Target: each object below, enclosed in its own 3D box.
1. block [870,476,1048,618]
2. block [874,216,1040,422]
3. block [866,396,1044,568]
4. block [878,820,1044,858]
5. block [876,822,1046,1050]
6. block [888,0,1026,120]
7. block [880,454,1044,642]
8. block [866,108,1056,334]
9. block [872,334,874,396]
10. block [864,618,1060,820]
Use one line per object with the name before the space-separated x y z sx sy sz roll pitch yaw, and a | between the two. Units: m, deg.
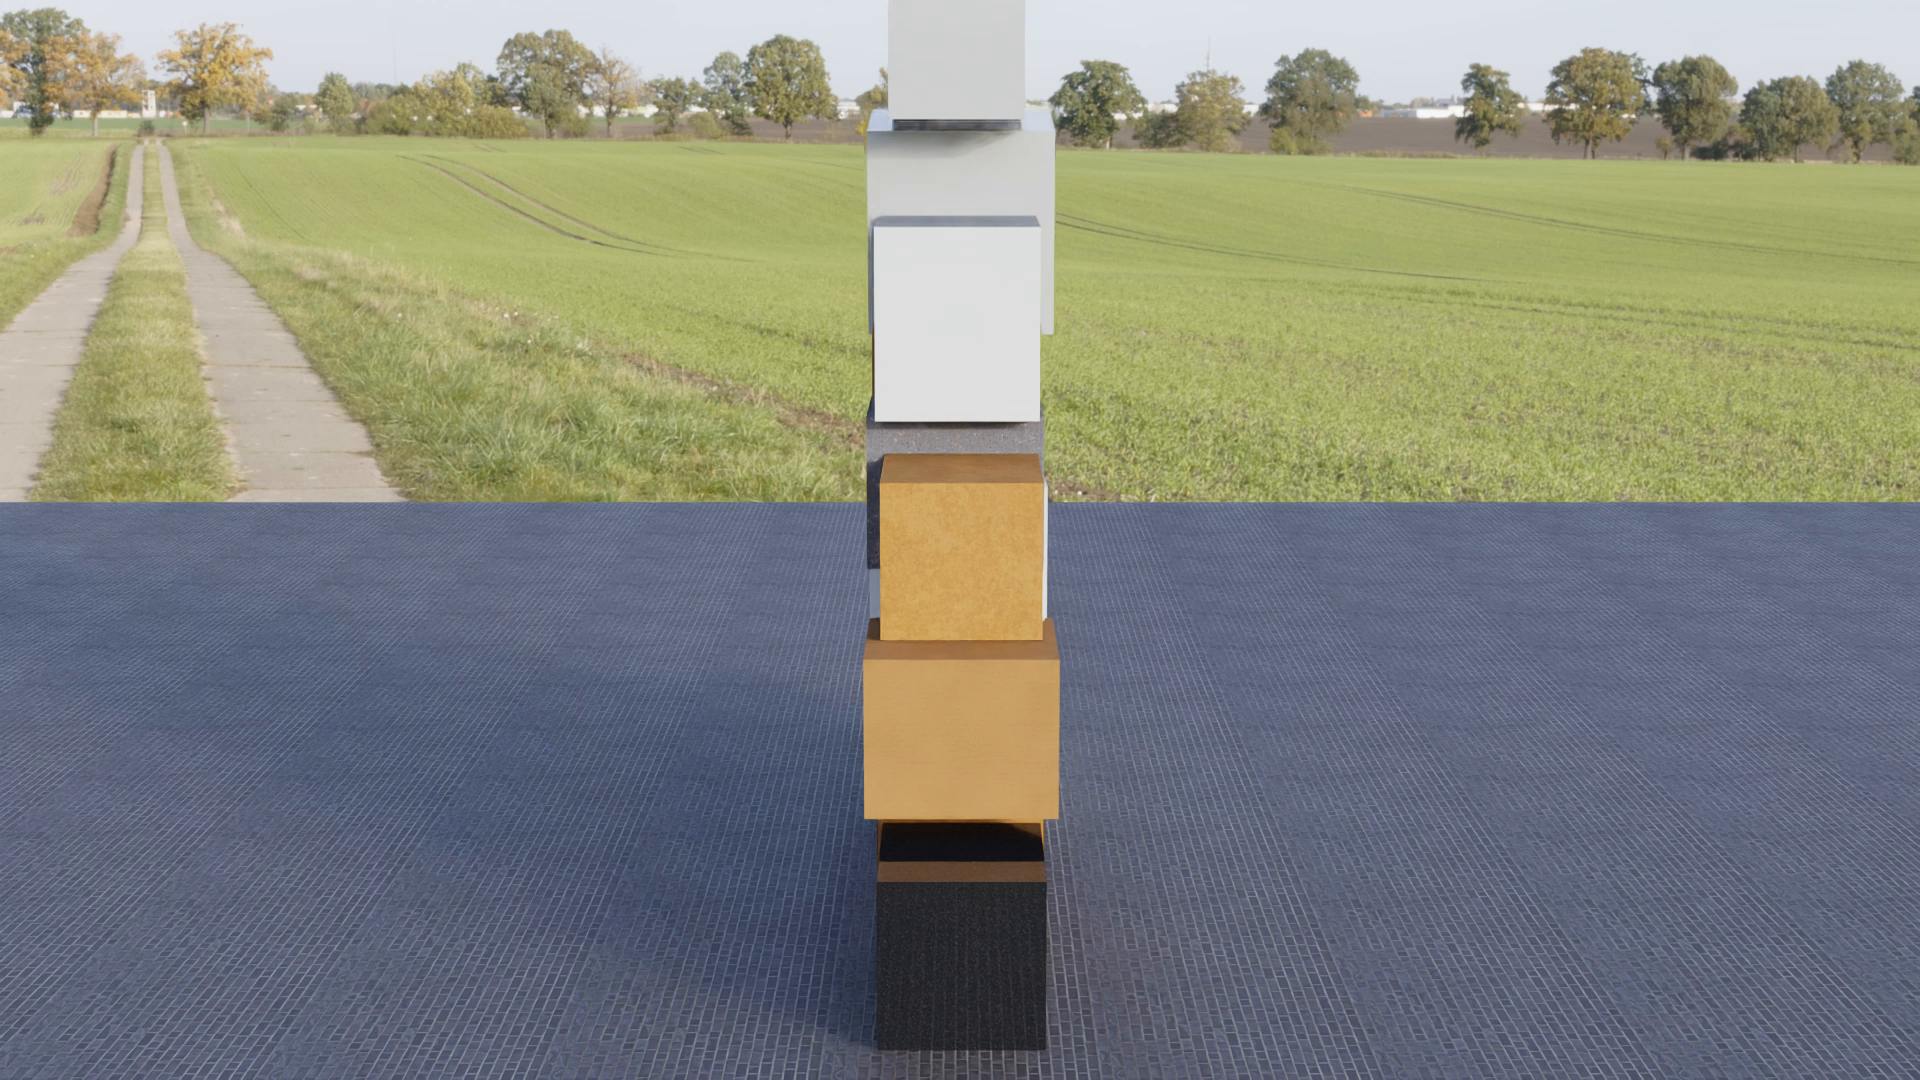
block | -0.008 0.117 11.904 0.798 0.836 0.735 0 9 0
block | -0.011 -0.925 10.583 0.663 0.779 0.678 0 11 0
block | -0.019 -0.251 10.807 0.726 0.630 0.632 0 11 0
block | 0.002 1.306 10.365 0.643 0.722 0.708 0 10 0
block | 0.006 1.478 9.650 0.612 0.638 0.740 0 10 0
block | -0.014 -2.056 10.764 0.558 0.578 0.649 0 9 0
block | 0.006 0.019 10.184 0.625 0.621 0.681 0 12 0
block | 0.004 -1.411 11.270 0.792 0.869 0.788 0 16 0
block | -0.018 -0.733 12.061 0.765 0.794 0.695 0 9 0
block | 0.005 0.686 10.023 0.736 0.619 0.740 0 10 0
